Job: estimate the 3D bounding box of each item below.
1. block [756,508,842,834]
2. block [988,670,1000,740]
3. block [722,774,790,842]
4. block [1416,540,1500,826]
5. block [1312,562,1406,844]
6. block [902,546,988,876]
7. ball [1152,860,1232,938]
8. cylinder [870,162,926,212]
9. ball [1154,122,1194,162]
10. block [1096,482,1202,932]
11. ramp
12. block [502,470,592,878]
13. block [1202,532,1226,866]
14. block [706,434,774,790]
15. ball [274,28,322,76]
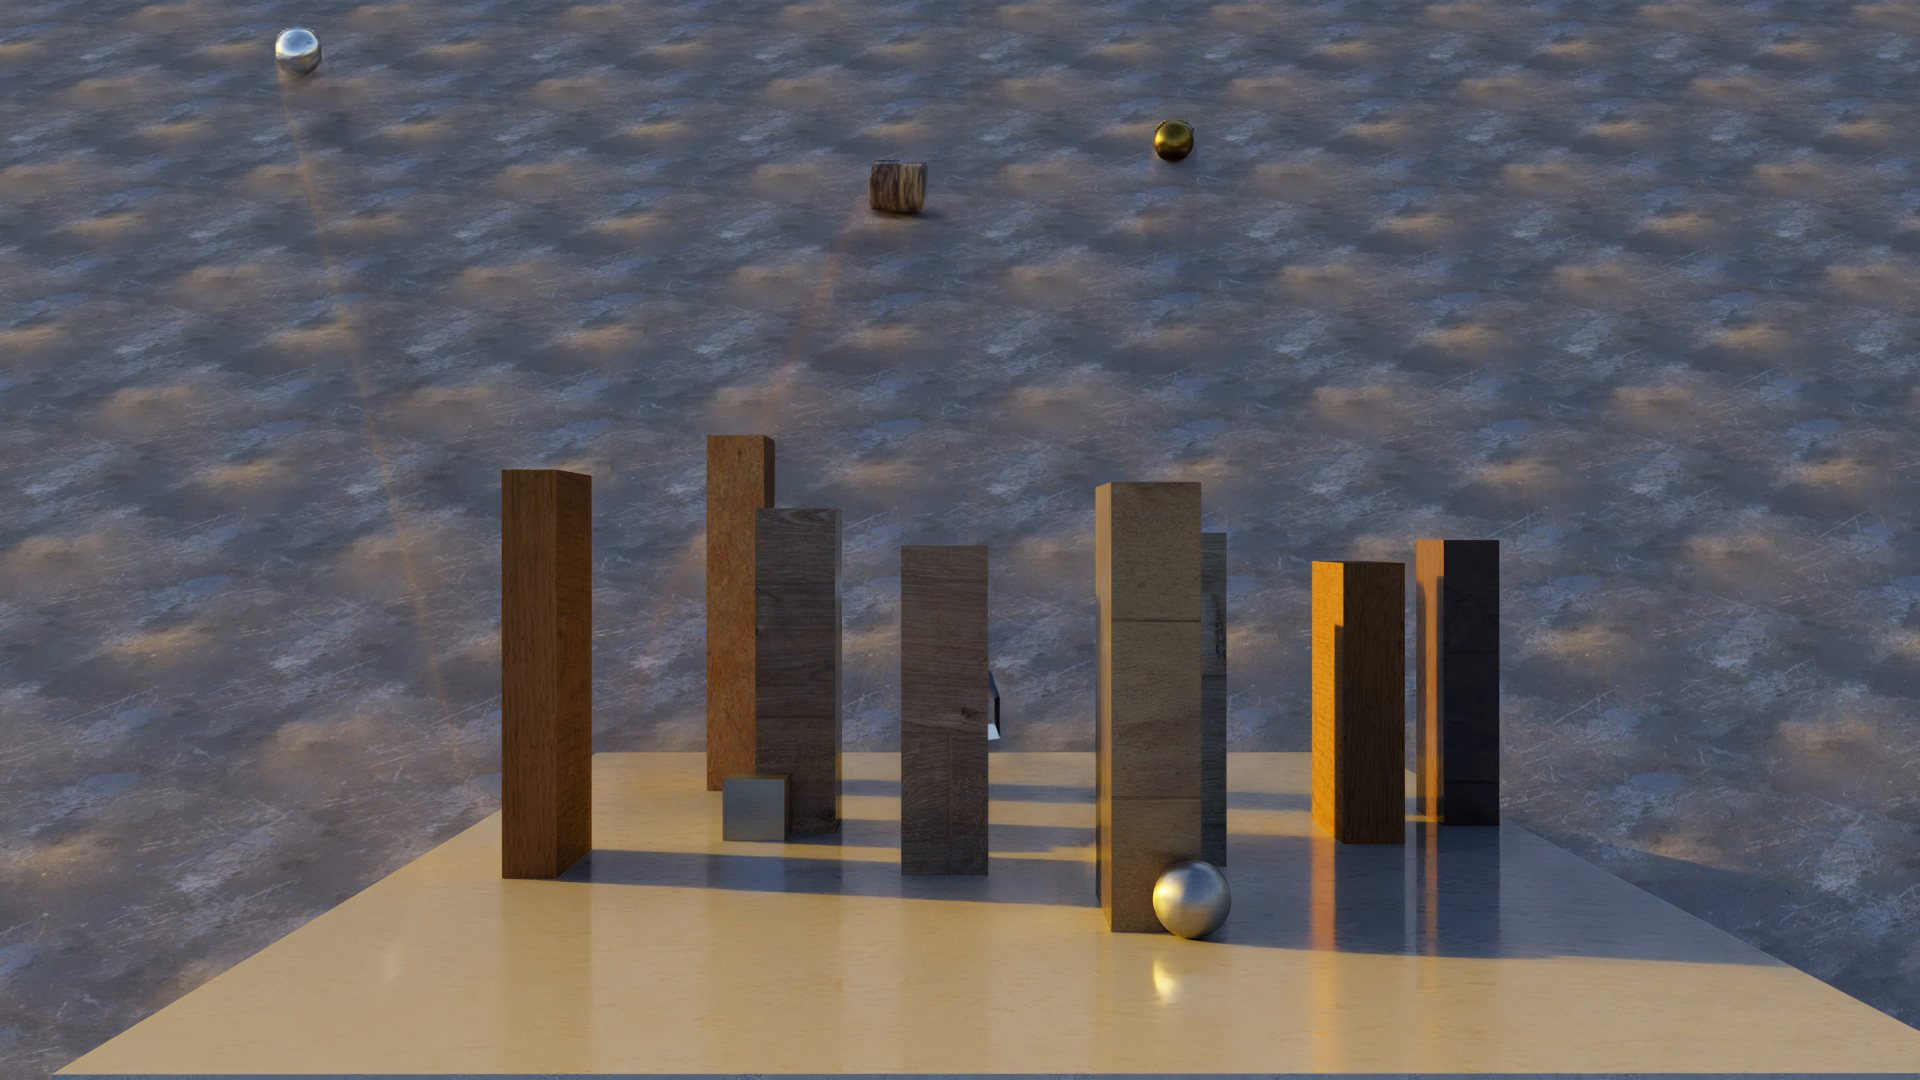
[{"bbox_3d":[-0.306,0.244,4.948,0.149,0.606,0.270,0,0,0],"label":"block"},{"bbox_3d":[0.029,0.443,6.877,0.131,0.131,0.131,-5,30,-8],"label":"block"},{"bbox_3d":[-0.373,0.491,4.756,0.112,0.112,0.112,0,0,2],"label":"block"},{"bbox_3d":[0.977,0.273,5.087,0.107,0.547,0.294,0,0,0],"label":"block"},{"bbox_3d":[0.744,0.294,4.853,0.111,0.505,0.409,0,0,0],"label":"block"},{"bbox_3d":[-0.025,0.278,4.343,0.142,0.538,0.244,0,0,0],"label":"block"},{"bbox_3d":[0.319,0.493,3.555,0.108,0.108,0.108,0,30,0],"label":"ball"},{"bbox_3d":[-0.239,-1.356,9.948,0.186,0.186,0.186,4,30,7],"label":"cylinder"},{"bbox_3d":[0.858,-1.602,10.399,0.163,0.163,0.163,0,30,0],"label":"ball"},{"bbox_3d":[0.273,0.233,3.809,0.126,0.628,0.400,0,0,0],"label":"block"},{"bbox_3d":[0.067,0.597,4.654,2.000,0.100,4.000,0,0,0],"label":"ramp"},{"bbox_3d":[-0.697,0.217,4.384,0.088,0.661,0.403,0,0,0],"label":"block"},{"bbox_3d":[0.401,0.267,4.513,0.089,0.559,0.371,0,0,0],"label":"block"},{"bbox_3d":[-0.490,0.159,5.808,0.125,0.776,0.327,0,0,0],"label":"block"},{"bbox_3d":[-2.879,-2.124,11.266,0.203,0.203,0.203,0,30,0],"label":"ball"}]
